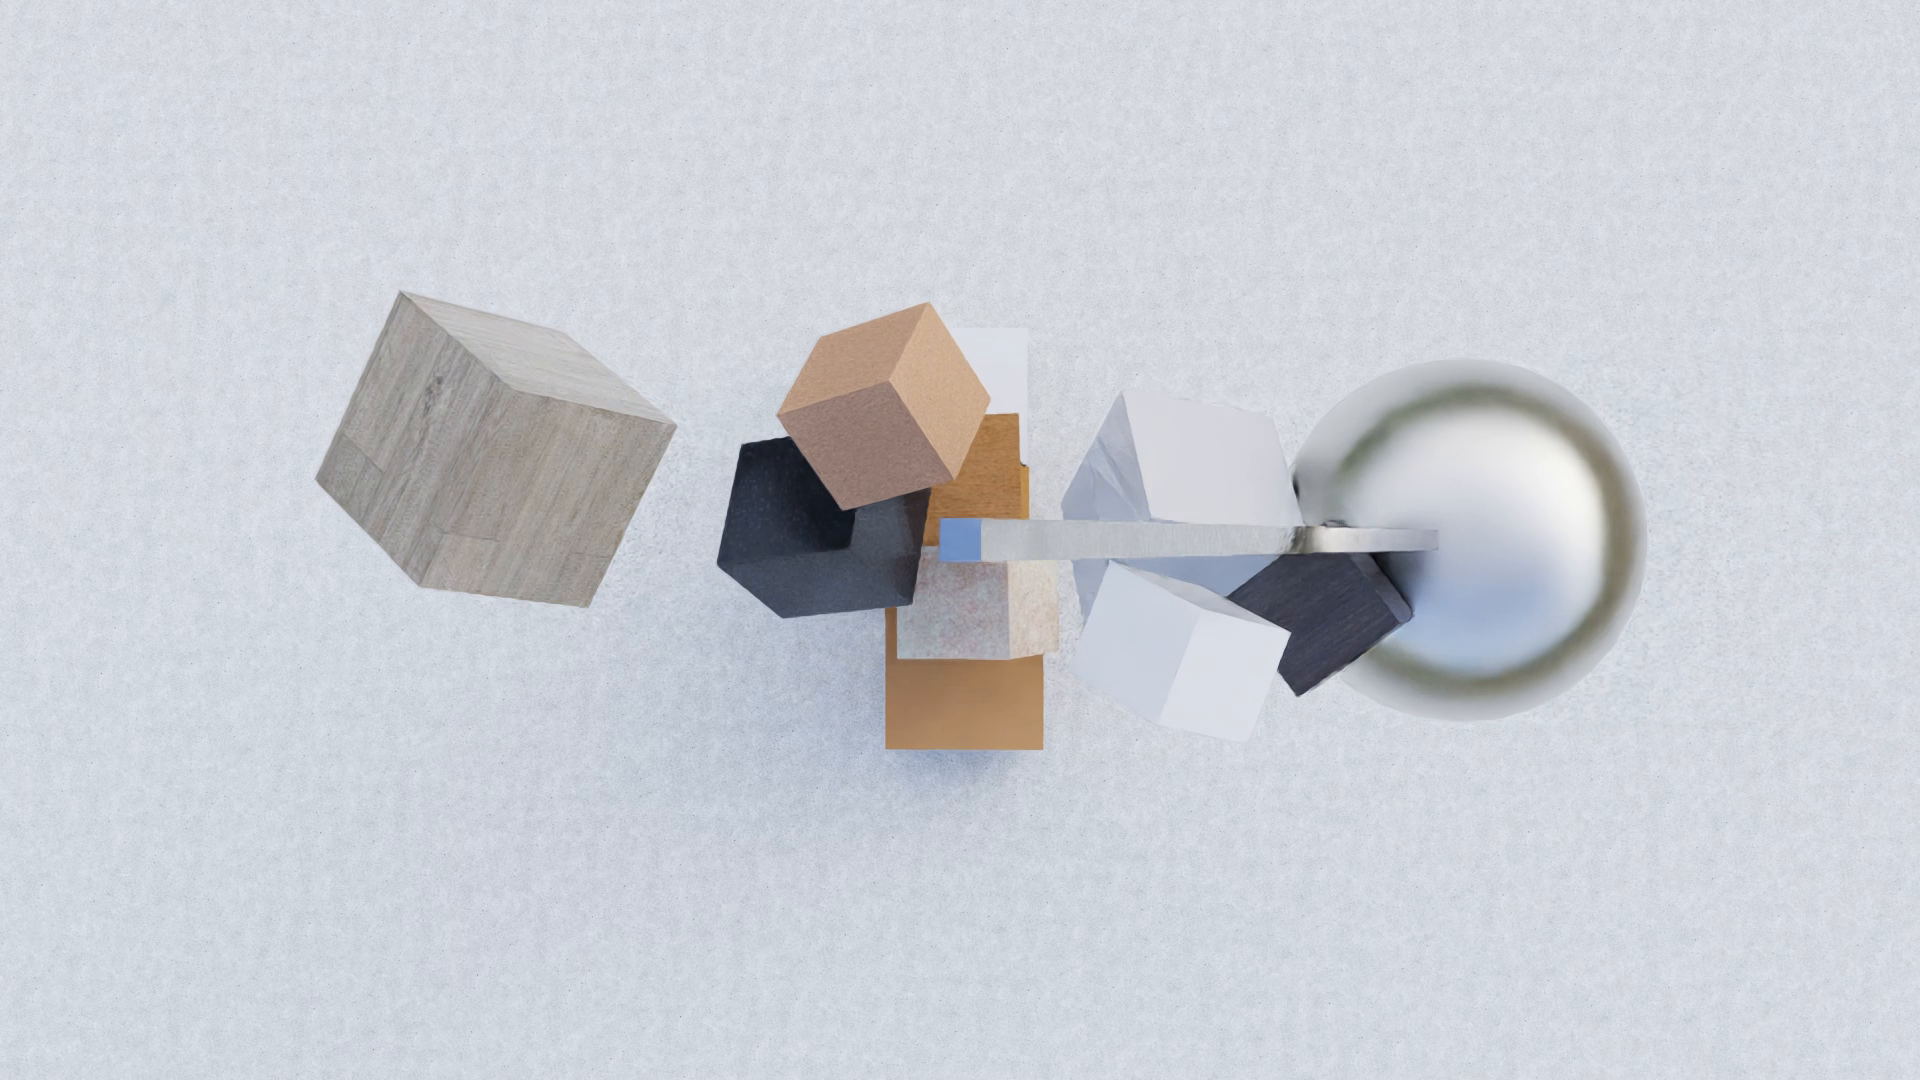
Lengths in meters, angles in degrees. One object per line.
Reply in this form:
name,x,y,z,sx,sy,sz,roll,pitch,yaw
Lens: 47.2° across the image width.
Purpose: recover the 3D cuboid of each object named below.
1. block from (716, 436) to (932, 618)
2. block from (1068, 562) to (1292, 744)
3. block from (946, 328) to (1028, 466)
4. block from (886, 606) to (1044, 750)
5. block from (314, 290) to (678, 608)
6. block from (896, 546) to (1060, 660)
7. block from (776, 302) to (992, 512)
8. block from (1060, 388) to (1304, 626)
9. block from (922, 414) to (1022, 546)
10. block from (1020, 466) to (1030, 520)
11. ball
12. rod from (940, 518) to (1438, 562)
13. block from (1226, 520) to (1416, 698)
block,-0.686,-0.084,11.266,0.788,0.633,0.704,-7,59,28
block,0.699,0.359,7.034,0.410,0.463,0.385,15,99,-38
block,0.017,-0.800,12.611,0.719,0.778,0.759,0,90,0
block,0.026,0.716,12.634,0.882,0.732,0.907,0,90,0
block,-1.335,-0.251,6.328,0.606,0.614,0.617,38,107,36
block,0.100,0.320,11.824,0.650,0.668,0.593,-1,91,25
block,-0.346,-0.617,10.209,0.640,0.607,0.593,-14,124,32
block,0.963,-0.076,9.615,0.731,0.773,0.733,9,135,-18
block,-0.012,-0.326,11.905,0.666,0.640,0.690,-1,92,0
block,0.003,-0.075,12.650,0.769,0.701,0.672,0,90,0
ball,2.183,0.000,9.645,1.600,1.600,1.600,0,90,0
rod,0.946,0.000,6.478,0.080,5.200,0.080,0,90,21
block,1.442,0.269,8.784,0.497,0.459,0.484,-39,80,16
